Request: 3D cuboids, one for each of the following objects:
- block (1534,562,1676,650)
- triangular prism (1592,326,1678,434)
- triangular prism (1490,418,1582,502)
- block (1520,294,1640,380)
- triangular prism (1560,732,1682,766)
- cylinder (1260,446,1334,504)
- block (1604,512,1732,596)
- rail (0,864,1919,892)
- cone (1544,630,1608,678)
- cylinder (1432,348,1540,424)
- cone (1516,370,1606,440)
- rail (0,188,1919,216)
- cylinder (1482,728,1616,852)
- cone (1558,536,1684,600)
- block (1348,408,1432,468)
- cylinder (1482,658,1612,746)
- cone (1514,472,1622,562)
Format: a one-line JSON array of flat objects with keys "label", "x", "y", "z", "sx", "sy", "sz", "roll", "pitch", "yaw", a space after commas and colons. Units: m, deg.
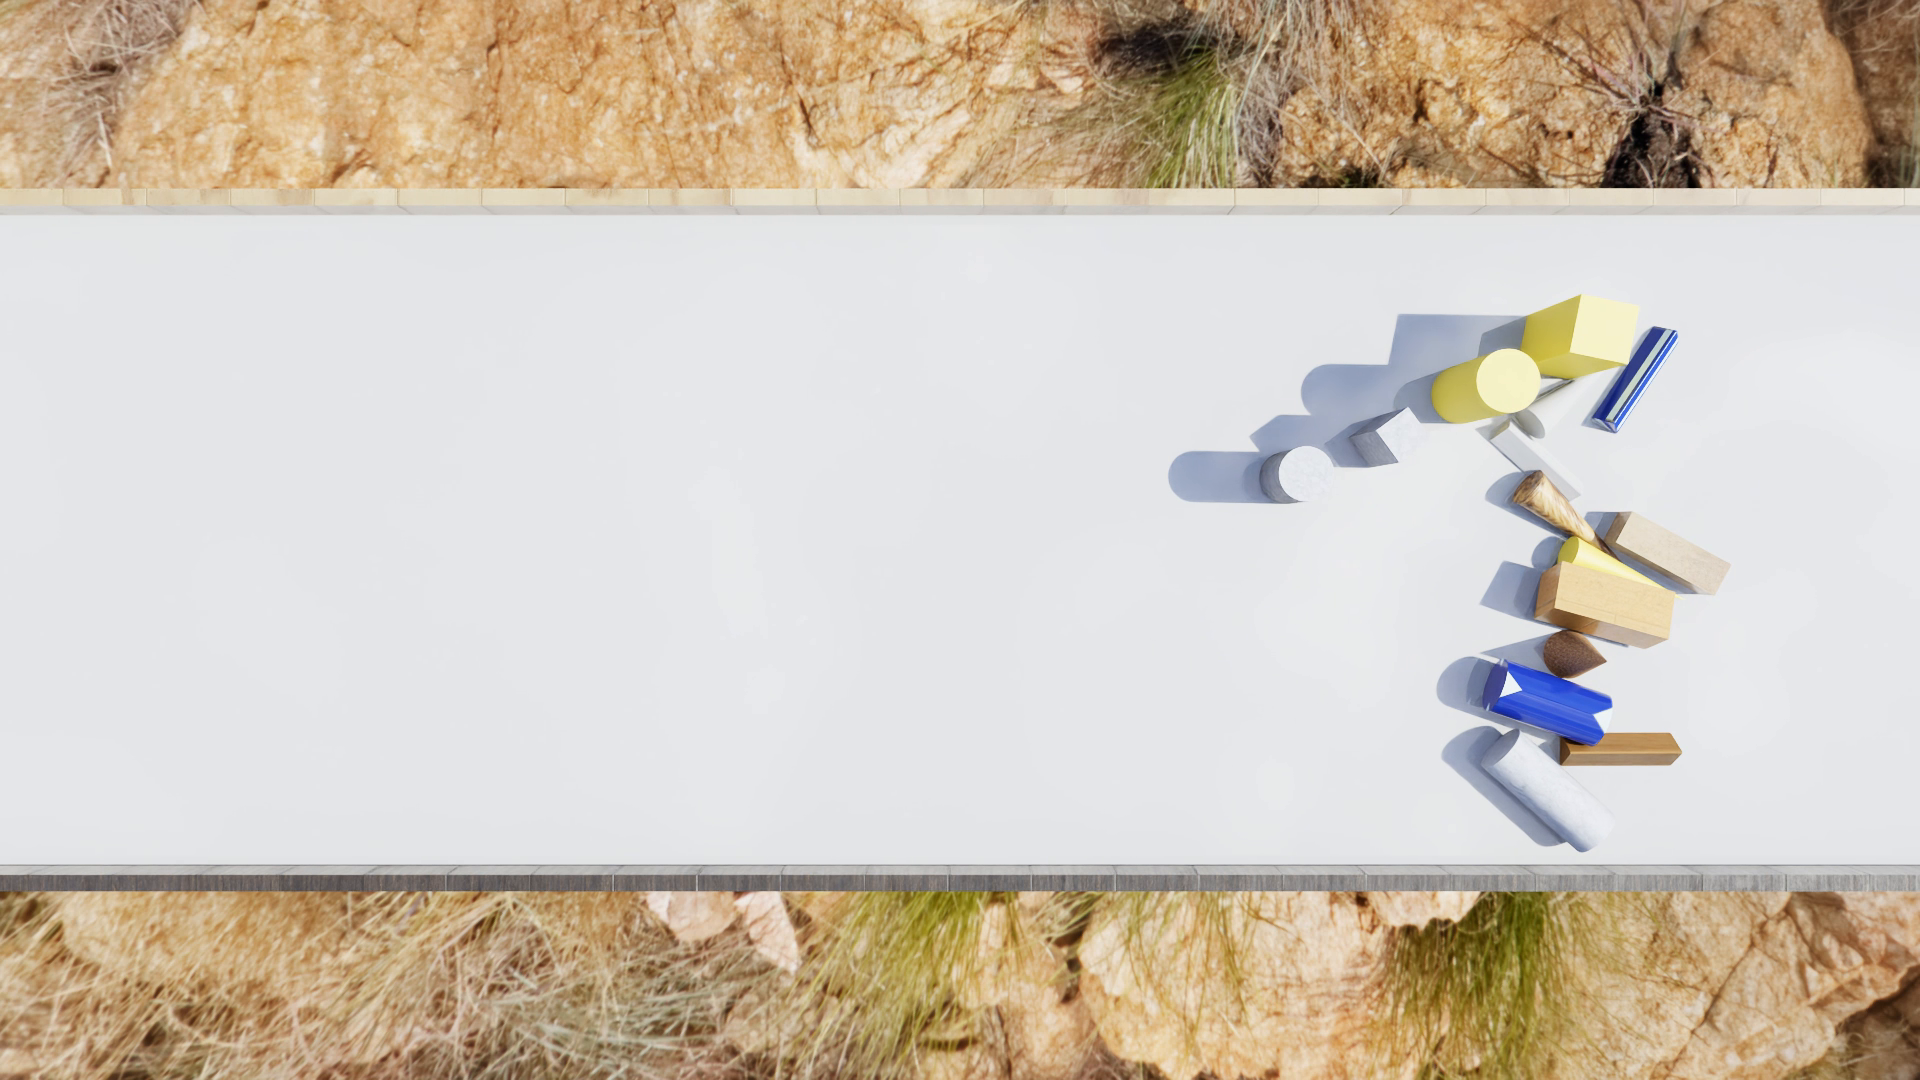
[{"label": "block", "x": 1.946, "y": 0.198, "z": 4.984, "sx": 0.352, "sy": 0.150, "sz": 0.150, "roll": 15, "pitch": 74, "yaw": 0}, {"label": "triangular prism", "x": 2.077, "y": -0.493, "z": 5.036, "sx": 0.088, "sy": 0.076, "sz": 0.341, "roll": 34, "pitch": 90, "yaw": 0}, {"label": "triangular prism", "x": 1.772, "y": -0.240, "z": 5.033, "sx": 0.301, "sy": 0.083, "sz": 0.095, "roll": 42, "pitch": 90, "yaw": 0}, {"label": "block", "x": 1.812, "y": -0.593, "z": 4.855, "sx": 0.167, "sy": 0.442, "sz": 0.167, "roll": 12, "pitch": 90, "yaw": 0}, {"label": "triangular prism", "x": 2.016, "y": 0.643, "z": 5.031, "sx": 0.338, "sy": 0.086, "sz": 0.099, "roll": 0, "pitch": 90, "yaw": 0}, {"label": "cylinder", "x": 1.001, "y": -0.191, "z": 4.920, "sx": 0.160, "sy": 0.312, "sz": 0.160, "roll": 0, "pitch": 90, "yaw": 0}, {"label": "block", "x": 2.151, "y": 0.040, "z": 5.023, "sx": 0.339, "sy": 0.107, "sz": 0.107, "roll": 28, "pitch": 90, "yaw": 0}, {"label": "rail", "x": -2.247, "y": 1.025, "z": 5.001, "sx": 12.000, "sy": 0.150, "sz": 0.050, "roll": 0, "pitch": 90, "yaw": 0}, {"label": "cone", "x": 1.872, "y": 0.351, "z": 4.921, "sx": 0.152, "sy": 0.312, "sz": 0.152, "roll": 0, "pitch": 90, "yaw": 0}, {"label": "cylinder", "x": 1.540, "y": -0.447, "z": 4.853, "sx": 0.180, "sy": 0.446, "sz": 0.180, "roll": 0, "pitch": 90, "yaw": 0}, {"label": "cone", "x": 1.887, "y": -0.463, "z": 5.047, "sx": 0.374, "sy": 0.117, "sz": 0.117, "roll": -36, "pitch": 90, "yaw": -9}, {"label": "rail", "x": -2.247, "y": -1.025, "z": 5.002, "sx": 12.000, "sy": 0.150, "sz": 0.050, "roll": 0, "pitch": 90, "yaw": 0}, {"label": "cylinder", "x": 1.783, "y": 0.759, "z": 4.998, "sx": 0.386, "sy": 0.158, "sz": 0.158, "roll": 42, "pitch": 90, "yaw": 0}, {"label": "cone", "x": 2.043, "y": 0.112, "z": 5.049, "sx": 0.412, "sy": 0.110, "sz": 0.110, "roll": 21, "pitch": 90, "yaw": -8}, {"label": "block", "x": 1.274, "y": -0.302, "z": 4.906, "sx": 0.114, "sy": 0.341, "sz": 0.114, "roll": -36, "pitch": 90, "yaw": 0}, {"label": "cylinder", "x": 1.777, "y": 0.491, "z": 4.993, "sx": 0.332, "sy": 0.167, "sz": 0.167, "roll": 19, "pitch": 90, "yaw": 0}, {"label": "cone", "x": 1.897, "y": -0.031, "z": 5.047, "sx": 0.432, "sy": 0.120, "sz": 0.120, "roll": 38, "pitch": 90, "yaw": -8}]
